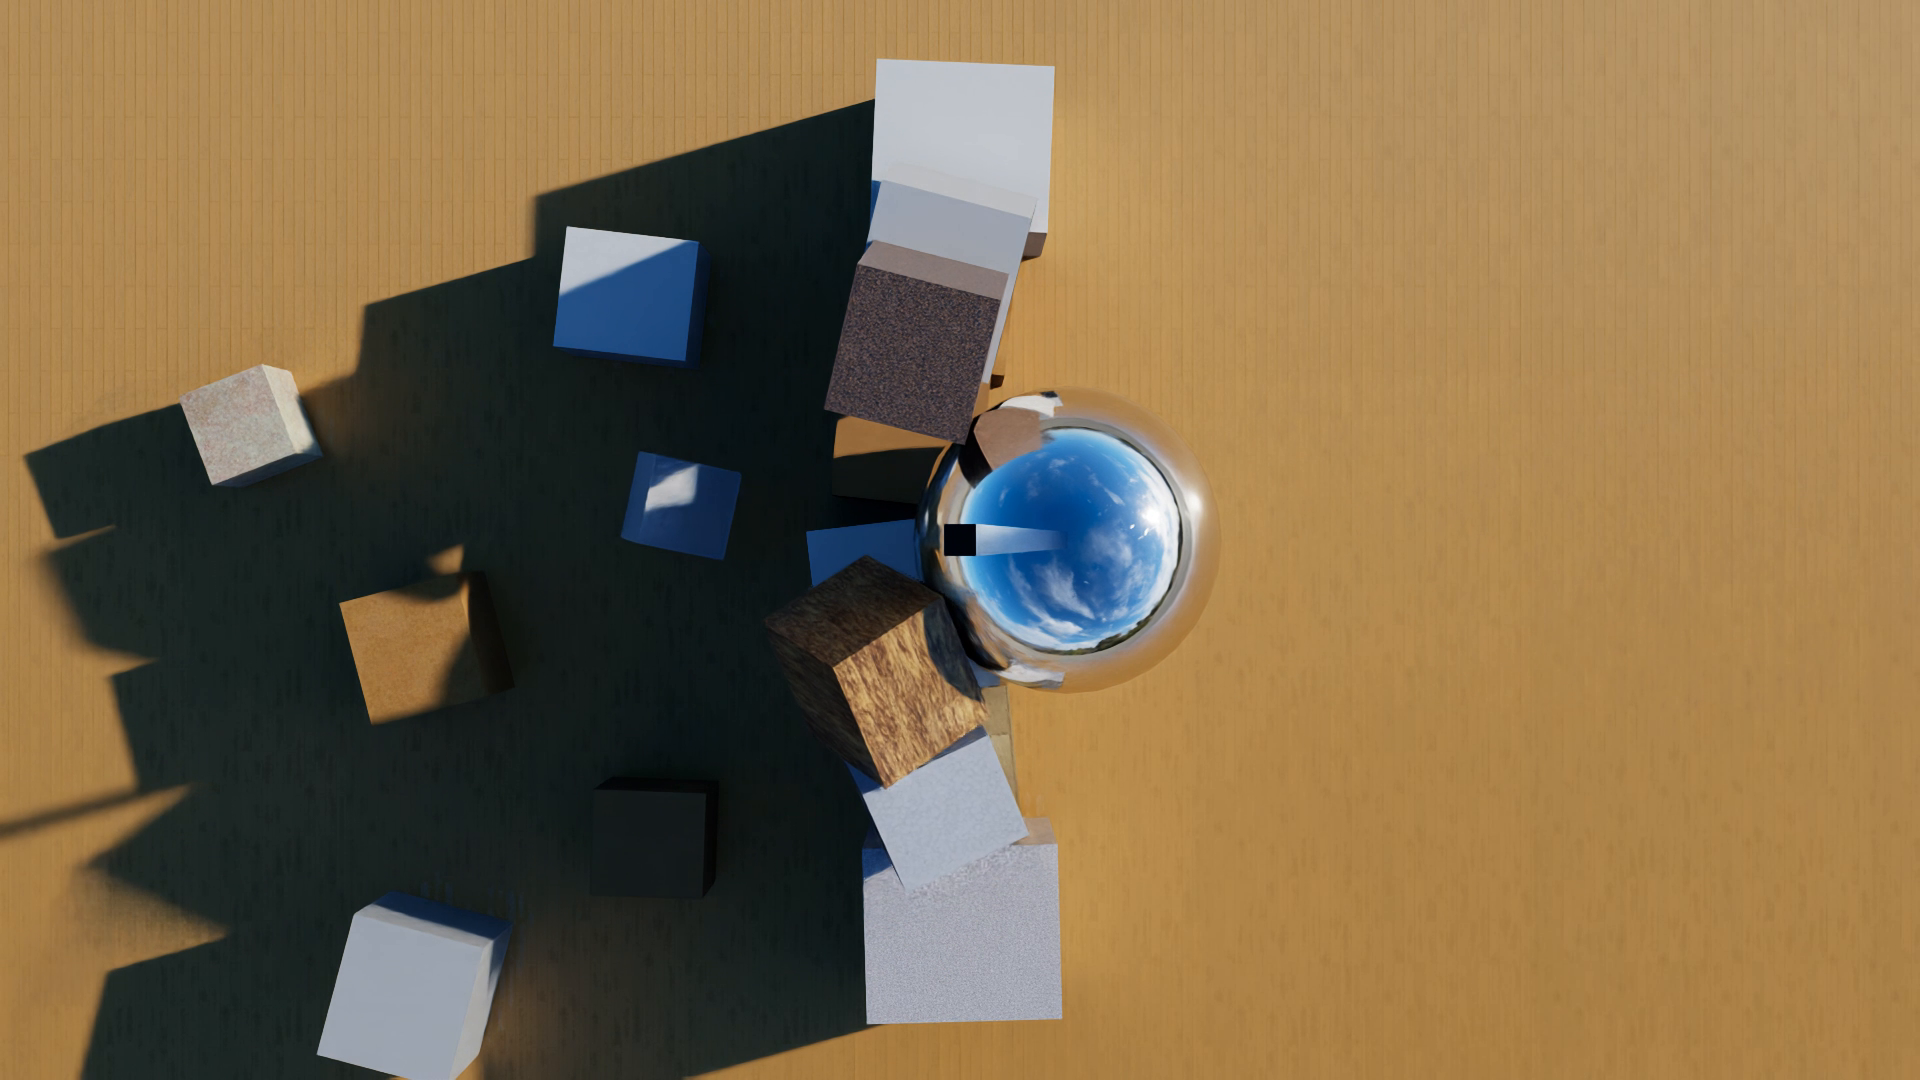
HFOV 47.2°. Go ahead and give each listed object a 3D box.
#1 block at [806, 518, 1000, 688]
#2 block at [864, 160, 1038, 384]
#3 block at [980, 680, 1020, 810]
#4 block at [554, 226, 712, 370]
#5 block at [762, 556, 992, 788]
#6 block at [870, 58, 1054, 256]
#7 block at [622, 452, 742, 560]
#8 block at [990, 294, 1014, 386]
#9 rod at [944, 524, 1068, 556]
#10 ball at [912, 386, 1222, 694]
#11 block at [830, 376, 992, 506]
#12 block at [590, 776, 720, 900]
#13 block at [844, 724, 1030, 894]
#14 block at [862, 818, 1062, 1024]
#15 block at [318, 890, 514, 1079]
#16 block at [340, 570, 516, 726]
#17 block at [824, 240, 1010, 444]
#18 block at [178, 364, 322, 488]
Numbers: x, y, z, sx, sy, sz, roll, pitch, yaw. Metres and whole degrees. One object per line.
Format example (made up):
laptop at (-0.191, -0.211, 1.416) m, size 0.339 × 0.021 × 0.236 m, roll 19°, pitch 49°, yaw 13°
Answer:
block at (-0.312, 0.376, 12.550) m, size 0.963 × 0.901 × 0.965 m, roll -7°, pitch 90°, yaw 0°
block at (-0.096, -1.431, 11.659) m, size 0.788 × 0.743 × 0.890 m, roll 15°, pitch 107°, yaw 0°
block at (-0.071, 1.236, 12.607) m, size 0.759 × 0.786 × 0.783 m, roll -6°, pitch 90°, yaw 0°
block at (-1.877, -1.383, 12.678) m, size 0.746 × 0.644 × 0.676 m, roll 7°, pitch 90°, yaw 0°
block at (-0.434, 0.669, 11.354) m, size 0.679 × 0.779 × 0.774 m, roll -33°, pitch 120°, yaw -20°
block at (0.012, -2.149, 12.494) m, size 0.970 × 1.012 × 0.907 m, roll 2°, pitch 90°, yaw 0°
block at (-1.611, -0.199, 12.710) m, size 0.516 × 0.417 × 0.514 m, roll 12°, pitch 90°, yaw -22°
block at (-0.067, -1.310, 12.573) m, size 0.709 × 0.855 × 0.734 m, roll 6°, pitch 90°, yaw 0°
rod at (0.240, 0.000, 8.034) m, size 0.080 × 5.200 × 0.080 m, roll 0°, pitch 90°, yaw 5°
ball at (0.553, 0.000, 11.420) m, size 1.600 × 1.600 × 1.600 m, roll 0°, pitch 90°, yaw 0°
block at (-0.274, -0.582, 12.559) m, size 0.817 × 0.882 × 0.755 m, roll 6°, pitch 90°, yaw 0°
block at (-1.752, 1.708, 12.668) m, size 0.634 × 0.664 × 0.596 m, roll 2°, pitch 90°, yaw 0°
block at (-0.176, 1.265, 11.676) m, size 0.711 × 0.782 × 0.672 m, roll -25°, pitch 118°, yaw -6°
block at (0.012, 2.124, 12.427) m, size 1.054 × 1.145 × 0.944 m, roll -2°, pitch 90°, yaw 0°
block at (-3.099, 2.554, 12.587) m, size 0.743 × 0.827 × 0.805 m, roll 15°, pitch 90°, yaw 0°
block at (-3.039, 0.610, 12.611) m, size 0.661 × 0.777 × 0.712 m, roll -15°, pitch 90°, yaw 0°
block at (-0.208, -1.002, 11.023) m, size 0.714 × 0.734 × 0.741 m, roll 14°, pitch 107°, yaw 0°
block at (-4.097, -0.654, 12.729) m, size 0.508 × 0.542 × 0.540 m, roll -21°, pitch 90°, yaw 0°
